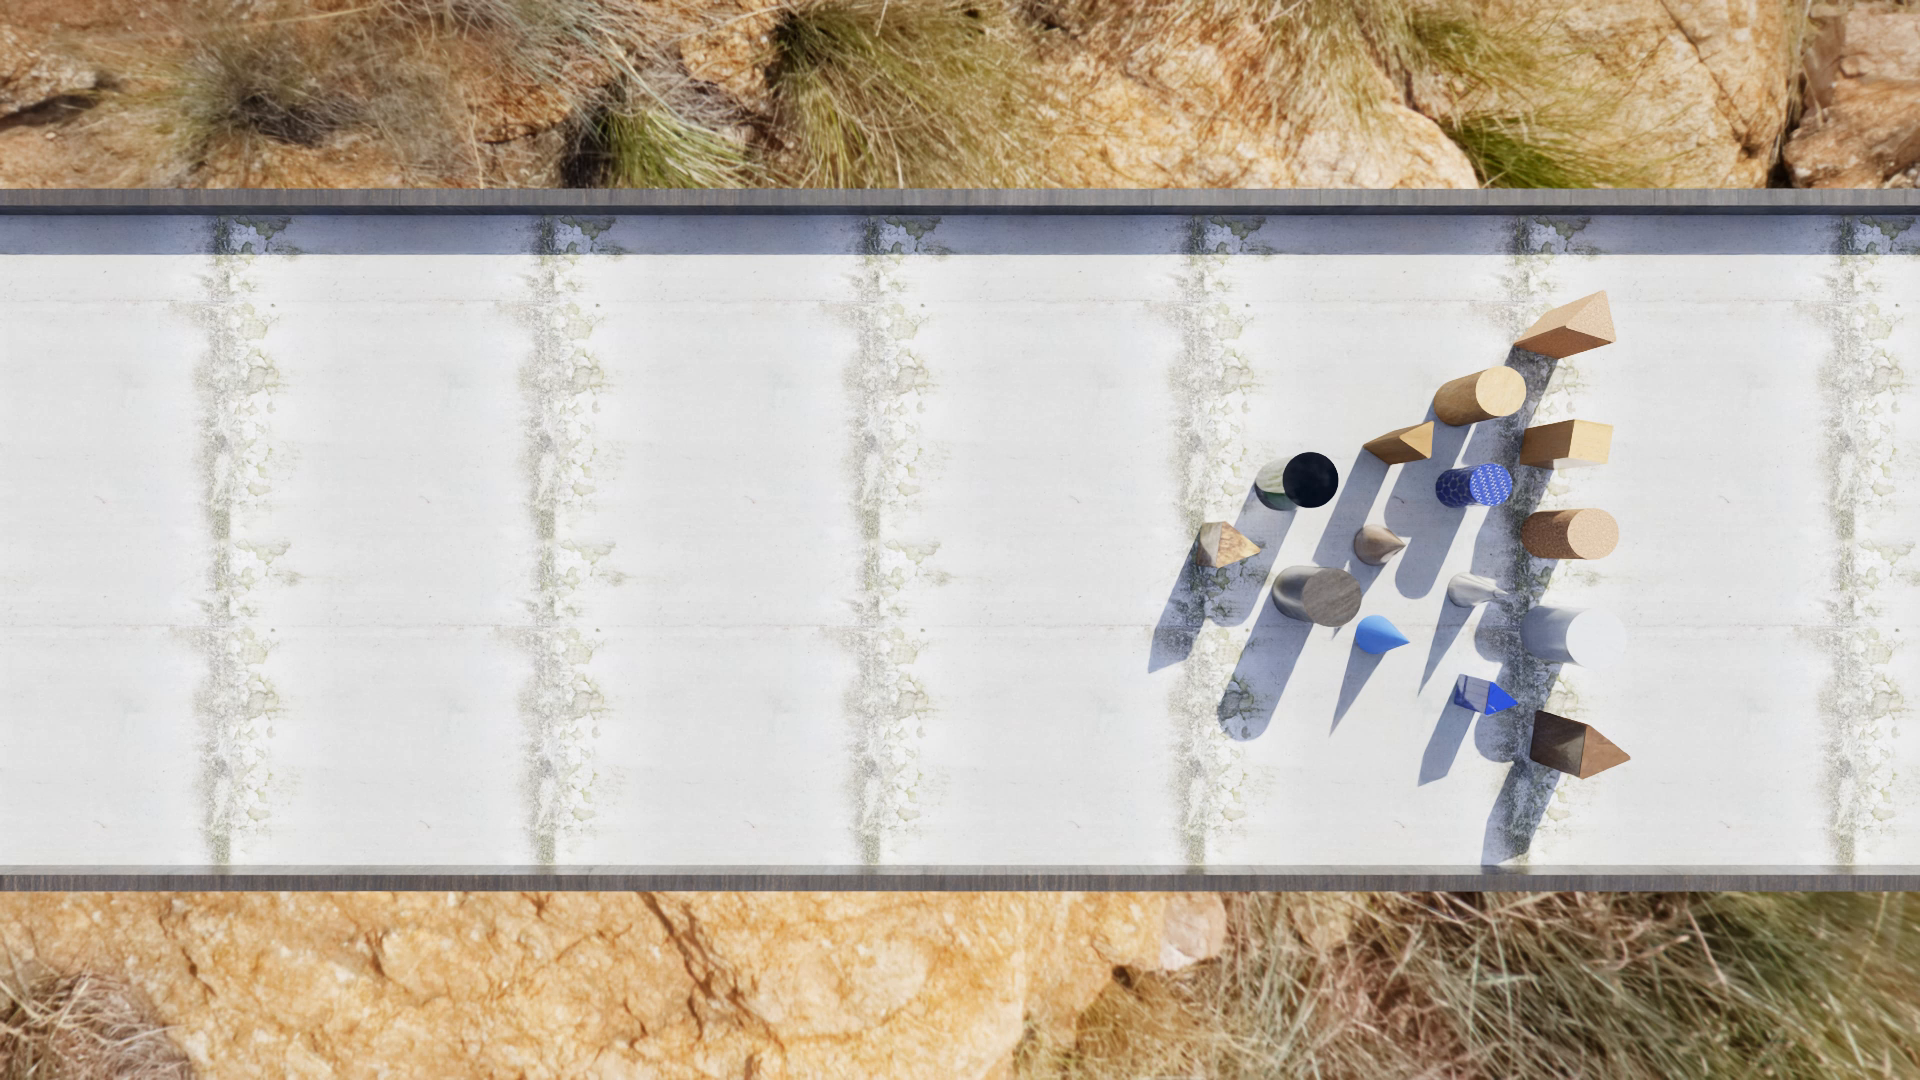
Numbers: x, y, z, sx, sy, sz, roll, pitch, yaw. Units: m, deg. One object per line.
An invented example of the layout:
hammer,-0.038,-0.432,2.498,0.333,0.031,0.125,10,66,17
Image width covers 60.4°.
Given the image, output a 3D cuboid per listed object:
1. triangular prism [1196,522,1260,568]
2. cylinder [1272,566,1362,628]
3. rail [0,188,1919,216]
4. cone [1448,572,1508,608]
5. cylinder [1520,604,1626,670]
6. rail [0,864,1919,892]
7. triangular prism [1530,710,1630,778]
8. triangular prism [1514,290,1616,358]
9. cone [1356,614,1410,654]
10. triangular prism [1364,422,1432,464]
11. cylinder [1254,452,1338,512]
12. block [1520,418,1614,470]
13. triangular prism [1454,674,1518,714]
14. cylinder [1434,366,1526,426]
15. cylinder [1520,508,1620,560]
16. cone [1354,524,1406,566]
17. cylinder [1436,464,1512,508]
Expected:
triangular prism,0.769,0.000,4.874,0.133,0.404,0.115,-21,90,0
cylinder,1.042,0.161,4.847,0.167,0.459,0.167,0,90,0
rail,-2.247,-1.025,5.002,12.000,0.150,0.050,0,90,0
cone,1.555,0.154,4.870,0.110,0.412,0.110,0,90,0
cylinder,1.809,0.282,4.882,0.172,0.389,0.172,0,90,0
rail,-2.247,1.025,5.001,12.000,0.150,0.050,0,90,0
triangular prism,1.802,0.585,4.871,0.154,0.411,0.133,-22,90,0
triangular prism,1.793,-0.641,4.857,0.148,0.439,0.128,17,90,0
cone,1.278,0.291,4.876,0.121,0.401,0.121,0,90,0
triangular prism,1.308,-0.298,4.863,0.104,0.427,0.090,35,90,0
cylinder,0.987,-0.169,4.859,0.160,0.435,0.160,0,90,0
block,1.784,-0.279,4.869,0.111,0.415,0.111,10,90,0
triangular prism,1.553,0.450,4.923,0.096,0.307,0.084,-20,90,0
cylinder,1.528,-0.421,4.868,0.143,0.417,0.143,0,90,0
cylinder,1.799,-0.017,4.880,0.147,0.393,0.147,0,90,0
cone,1.276,0.015,4.892,0.129,0.369,0.129,0,90,0
cylinder,1.524,-0.159,4.906,0.122,0.342,0.122,0,90,0
